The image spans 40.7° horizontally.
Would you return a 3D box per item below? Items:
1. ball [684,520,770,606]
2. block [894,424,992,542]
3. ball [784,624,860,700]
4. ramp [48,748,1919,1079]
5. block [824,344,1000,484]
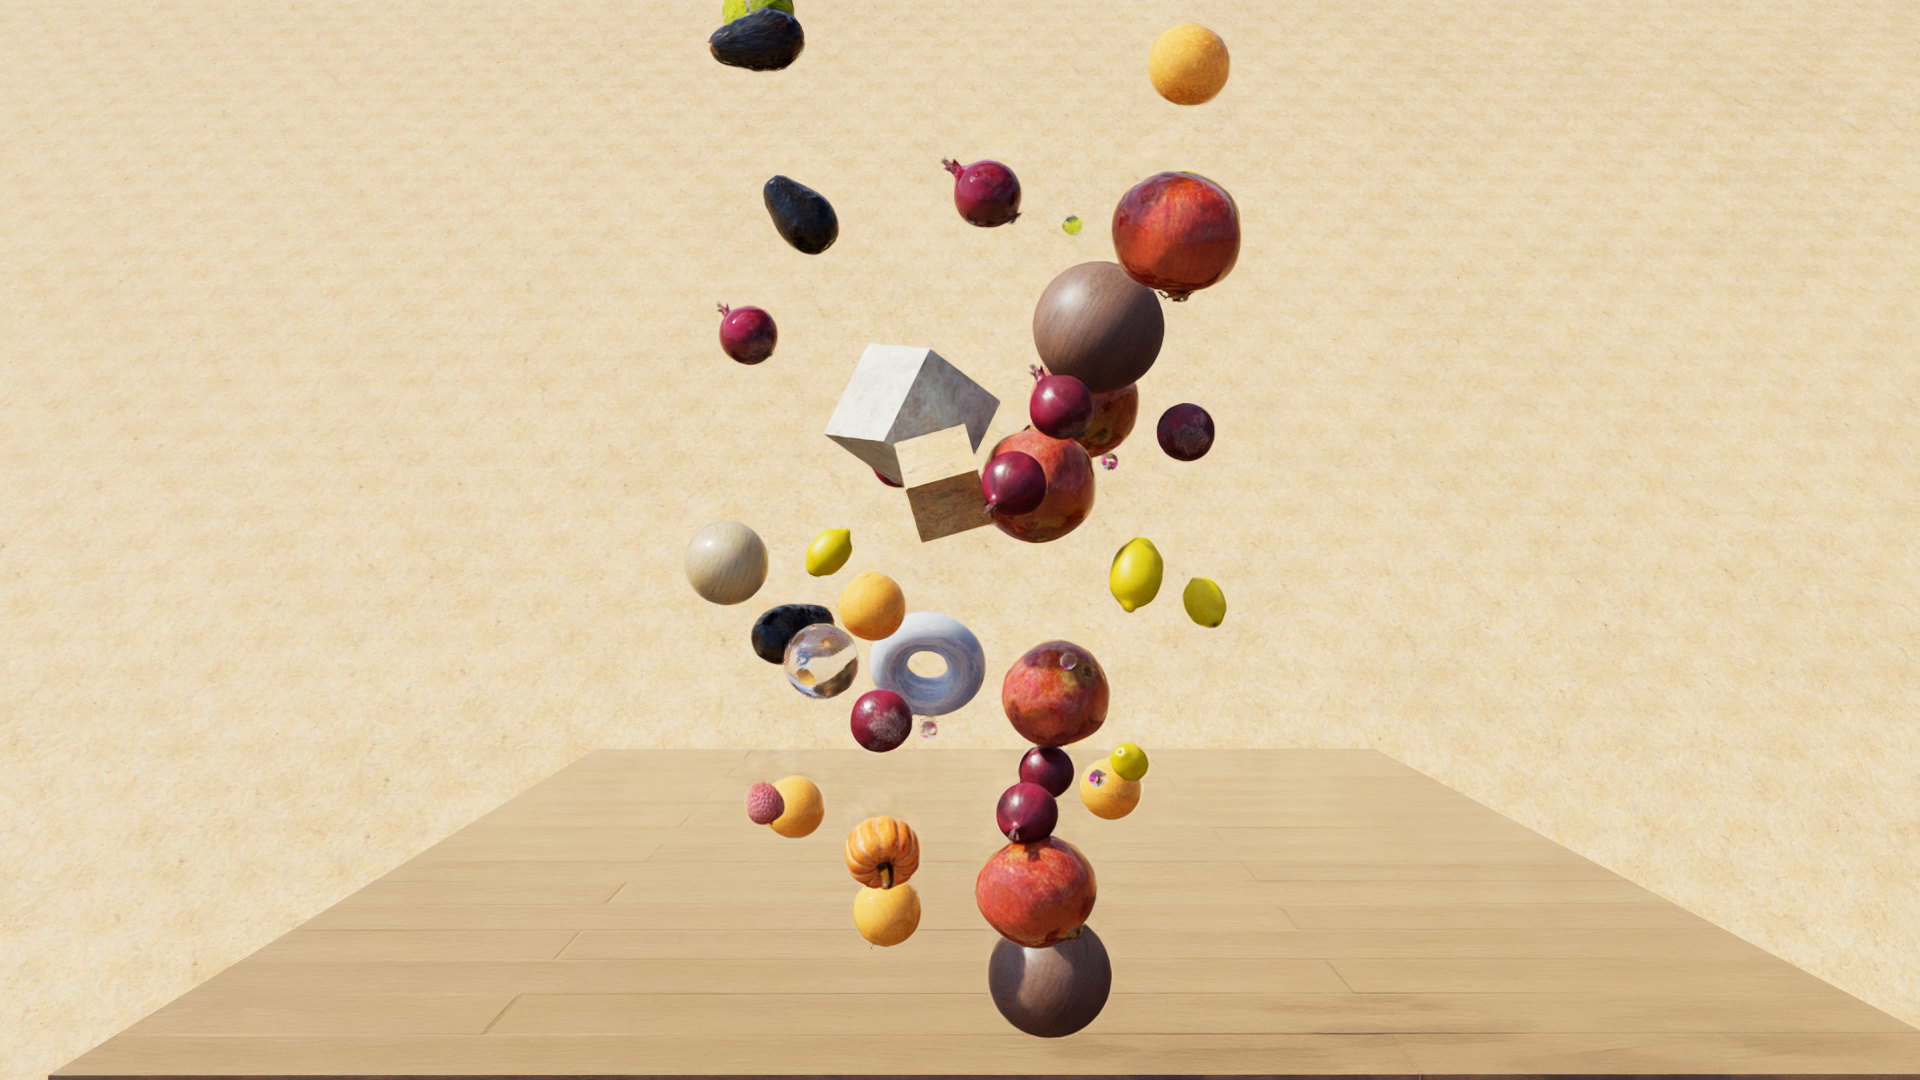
[{"bbox_3d":[-0.232,0.023,2.573,0.084,0.084,0.084,0,30,0],"label":"ball"},{"bbox_3d":[-0.015,-0.052,2.385,0.068,0.068,0.068,-16,41,1],"label":"block"},{"bbox_3d":[-0.136,0.119,2.543,0.075,0.075,0.075,0,30,0],"label":"ball"},{"bbox_3d":[0.066,0.591,4.644,2.000,0.100,4.000,0,0,0],"label":"ramp"},{"bbox_3d":[-0.046,-0.117,2.463,0.099,0.099,0.099,10,70,52],"label":"block"}]
